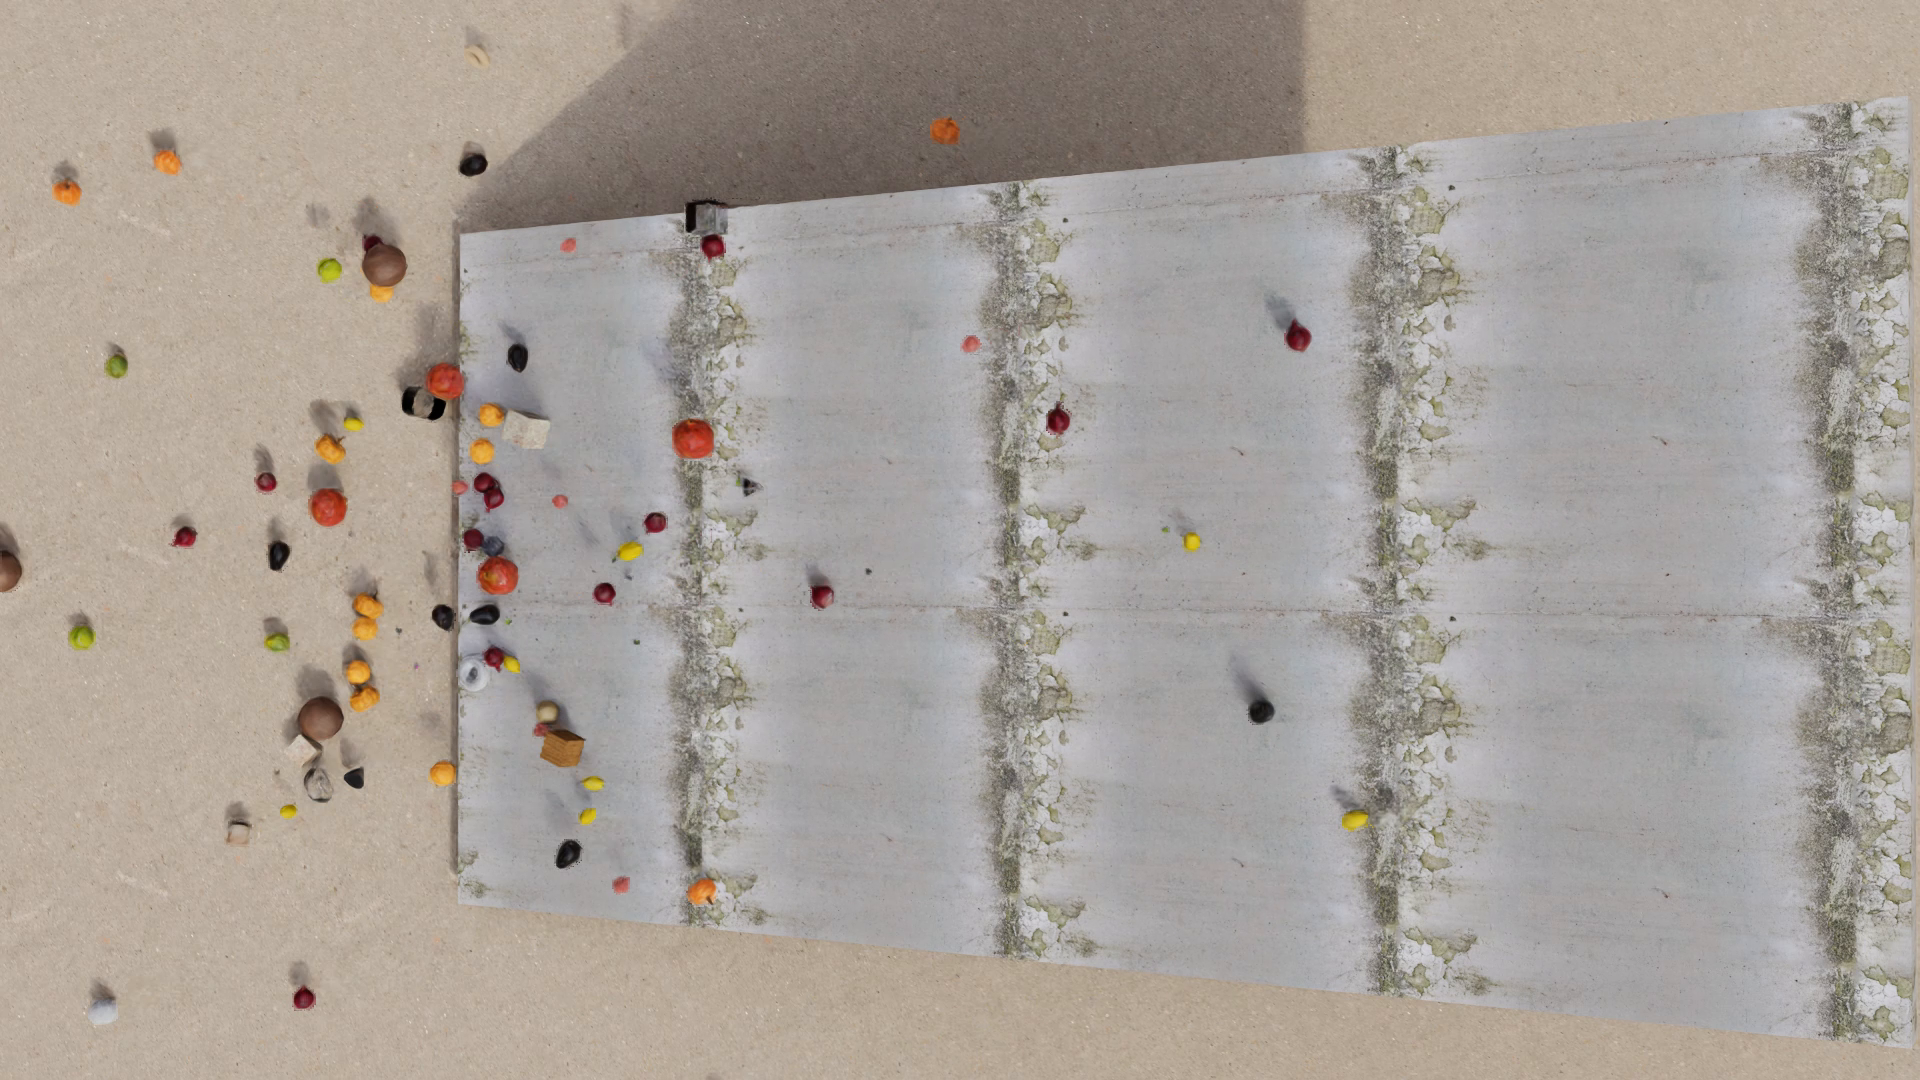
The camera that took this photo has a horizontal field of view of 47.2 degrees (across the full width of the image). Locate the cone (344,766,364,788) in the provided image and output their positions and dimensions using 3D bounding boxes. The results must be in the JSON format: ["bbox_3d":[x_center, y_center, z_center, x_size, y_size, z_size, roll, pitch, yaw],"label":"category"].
[{"bbox_3d":[-1.805,0.700,6.604,0.065,0.065,0.065,9,129,12],"label":"cone"}]

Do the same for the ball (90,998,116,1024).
[{"bbox_3d":[-2.573,1.414,6.606,0.075,0.075,0.075,0,89,0],"label":"ball"}]

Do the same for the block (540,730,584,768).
[{"bbox_3d":[-1.142,0.599,6.320,0.080,0.080,0.080,22,100,28],"label":"block"}]

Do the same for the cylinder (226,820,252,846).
[{"bbox_3d":[-2.169,0.882,6.614,0.060,0.060,0.060,24,68,0],"label":"cylinder"}]

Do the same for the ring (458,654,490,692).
[{"bbox_3d":[-1.438,0.393,6.512,0.110,0.037,0.110,-1,87,30],"label":"ring"}]

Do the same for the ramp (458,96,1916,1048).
[{"bbox_3d":[0.272,0.076,5.636,4.000,0.100,2.000,0,89,29],"label":"ramp"}]

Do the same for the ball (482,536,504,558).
[{"bbox_3d":[-1.373,0.020,6.465,0.062,0.062,0.062,0,89,0],"label":"ball"}]

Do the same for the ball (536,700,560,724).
[{"bbox_3d":[-1.193,0.498,6.356,0.068,0.068,0.068,0,89,0],"label":"ball"}]

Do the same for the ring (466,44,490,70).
[{"bbox_3d":[-1.454,-1.455,6.628,0.084,0.084,0.028,36,59,0],"label":"ring"}]

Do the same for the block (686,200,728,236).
[{"bbox_3d":[-0.701,-0.891,6.086,0.082,0.082,0.082,-3,88,29],"label":"block"}]

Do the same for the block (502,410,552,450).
[{"bbox_3d":[-1.261,-0.322,6.391,0.088,0.088,0.088,23,101,27],"label":"block"}]

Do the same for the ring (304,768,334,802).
[{"bbox_3d":[-1.920,0.736,6.585,0.036,0.109,0.109,-22,89,21],"label":"ring"}]

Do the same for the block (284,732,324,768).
[{"bbox_3d":[-1.974,0.632,6.615,0.071,0.071,0.071,44,90,0],"label":"block"}]
